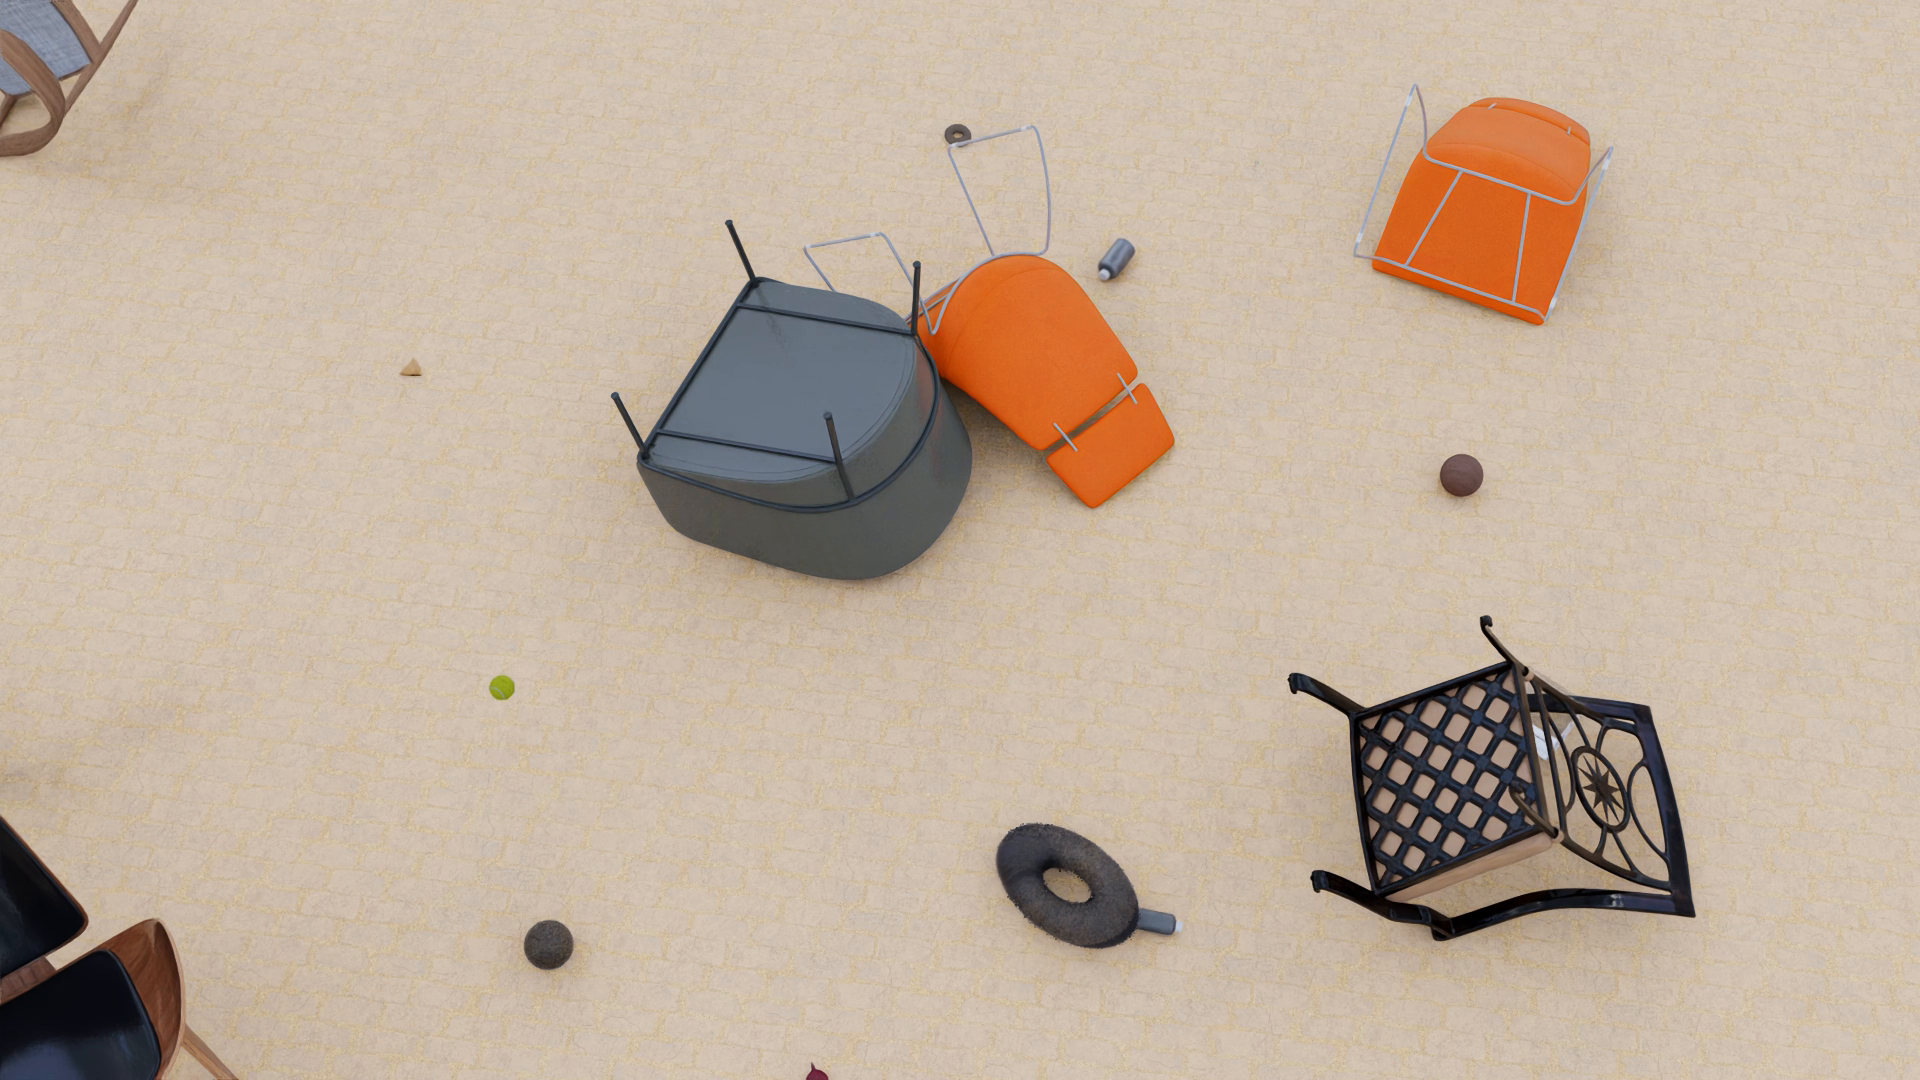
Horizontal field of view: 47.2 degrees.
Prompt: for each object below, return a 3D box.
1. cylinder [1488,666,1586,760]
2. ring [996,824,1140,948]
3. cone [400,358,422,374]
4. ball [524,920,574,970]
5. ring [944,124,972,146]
[{"bbox_3d":[1.616,0.484,6.149,0.184,0.164,0.229,33,51,20],"label":"cylinder"},{"bbox_3d":[0.286,0.923,5.877,0.448,0.116,0.279,35,63,27],"label":"ring"},{"bbox_3d":[-1.739,-0.536,6.920,0.068,0.045,0.058,-23,68,7],"label":"cone"},{"bbox_3d":[-1.081,1.065,5.781,0.131,0.131,0.131,0,56,0],"label":"ball"},{"bbox_3d":[-0.007,-1.377,7.484,0.091,0.025,0.102,-11,56,-8],"label":"ring"}]
